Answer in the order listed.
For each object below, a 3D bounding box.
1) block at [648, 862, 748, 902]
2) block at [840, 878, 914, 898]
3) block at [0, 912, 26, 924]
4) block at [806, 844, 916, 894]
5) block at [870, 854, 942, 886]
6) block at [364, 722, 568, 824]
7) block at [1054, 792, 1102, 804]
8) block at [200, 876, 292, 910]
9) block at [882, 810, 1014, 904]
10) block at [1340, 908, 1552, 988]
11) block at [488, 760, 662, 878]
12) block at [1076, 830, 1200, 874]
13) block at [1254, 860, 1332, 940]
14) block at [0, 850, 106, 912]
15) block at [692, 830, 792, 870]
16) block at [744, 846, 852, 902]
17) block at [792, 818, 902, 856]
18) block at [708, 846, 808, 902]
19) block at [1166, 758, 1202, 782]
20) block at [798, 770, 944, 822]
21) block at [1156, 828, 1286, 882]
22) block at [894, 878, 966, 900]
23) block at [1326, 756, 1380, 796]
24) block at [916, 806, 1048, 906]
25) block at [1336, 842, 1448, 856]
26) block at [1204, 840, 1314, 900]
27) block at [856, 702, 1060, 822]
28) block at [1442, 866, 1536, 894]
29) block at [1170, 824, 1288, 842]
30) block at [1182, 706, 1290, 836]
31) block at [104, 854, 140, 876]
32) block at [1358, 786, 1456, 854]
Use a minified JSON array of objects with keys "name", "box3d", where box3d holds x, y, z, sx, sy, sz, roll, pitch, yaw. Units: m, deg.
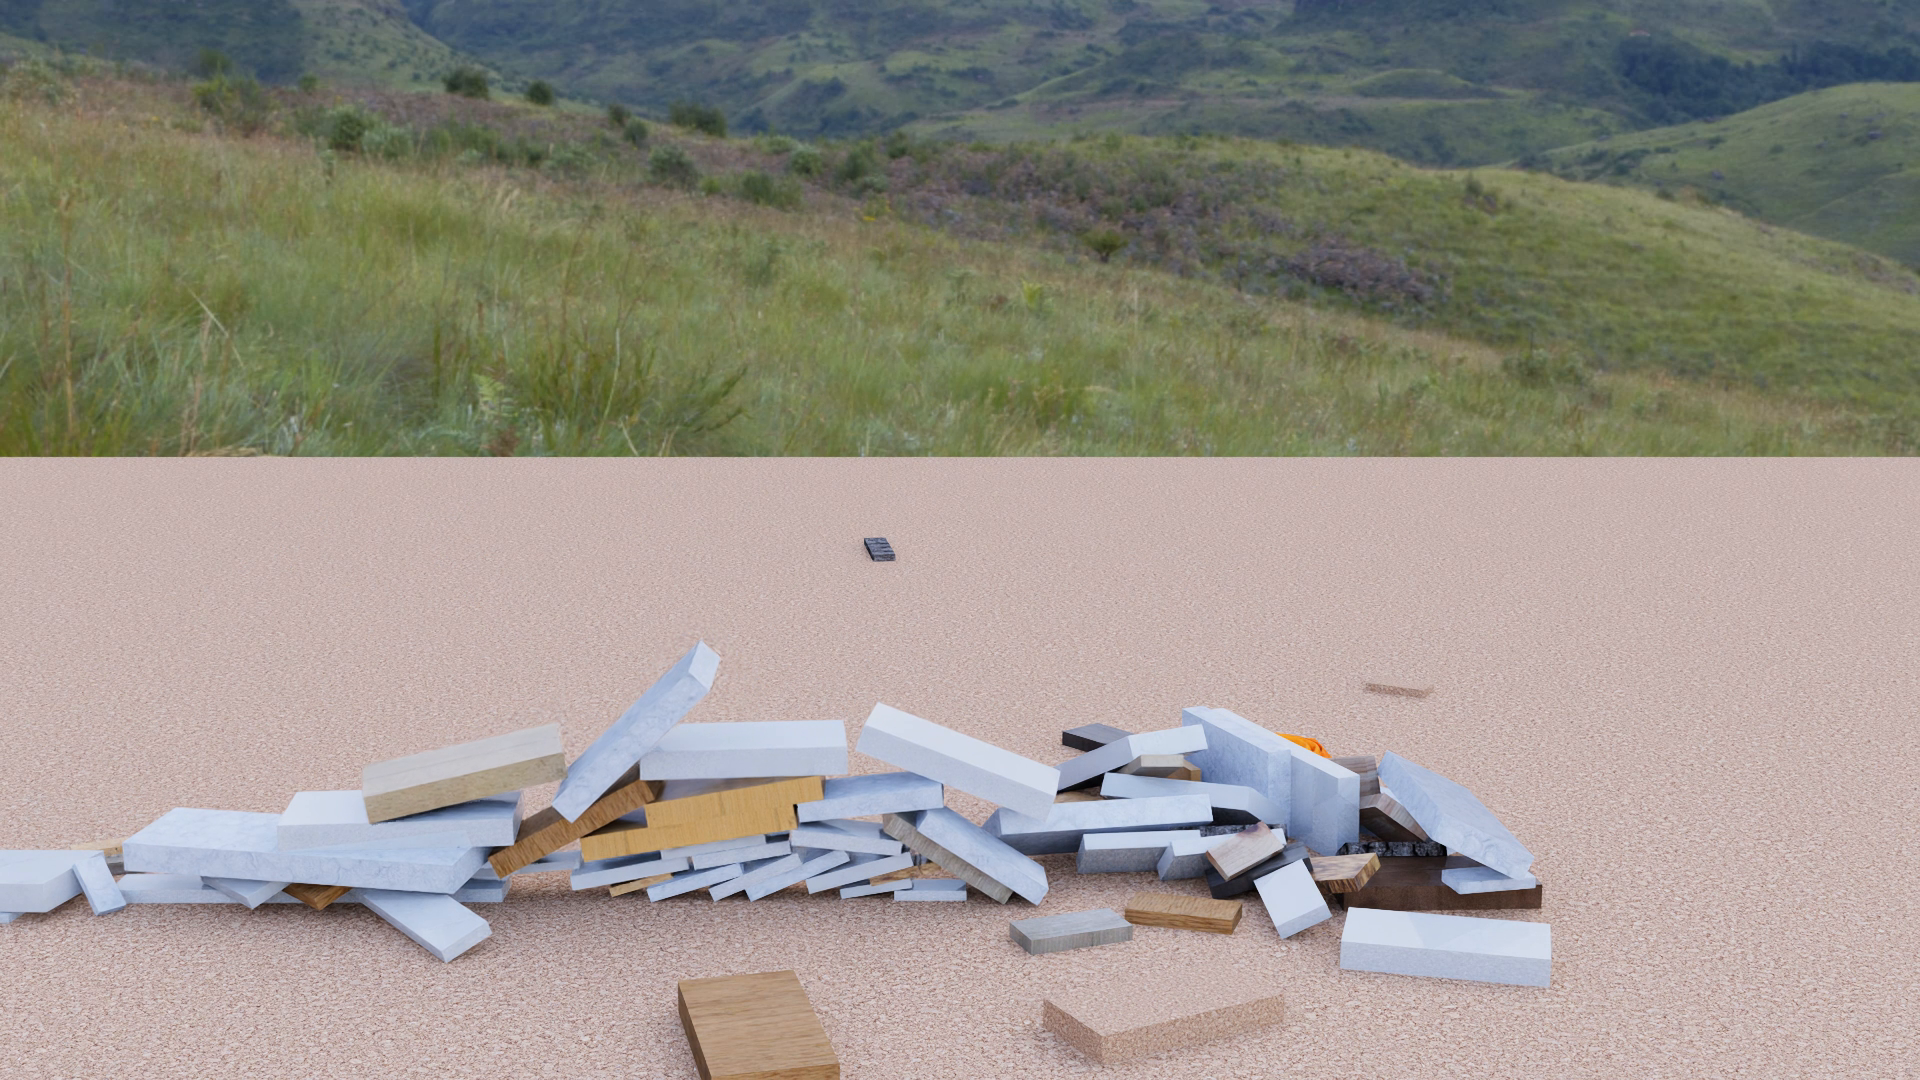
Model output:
[{"name":"block","box3d":[-0.436,0.557,3.659,0.160,0.023,0.080,-17,10,4]},{"name":"block","box3d":[-0.138,0.571,3.665,0.119,0.017,0.059,-10,10,6]},{"name":"block","box3d":[-1.545,0.600,3.580,0.048,0.014,0.096,1,11,7]},{"name":"block","box3d":[-0.164,0.539,3.659,0.179,0.025,0.090,-16,10,5]},{"name":"block","box3d":[-0.092,0.545,3.651,0.119,0.017,0.059,-13,10,0]},{"name":"block","box3d":[-0.814,0.382,3.618,0.320,0.045,0.160,-12,15,-12]},{"name":"block","box3d":[0.238,0.499,4.107,0.136,0.019,0.068,10,14,43]},{"name":"block","box3d":[-1.174,0.552,3.615,0.167,0.024,0.084,12,37,43]},{"name":"block","box3d":[-0.021,0.513,3.652,0.236,0.033,0.118,32,7,-8]},{"name":"block","box3d":[0.746,0.623,3.373,0.308,0.044,0.154,3,11,14]},{"name":"block","box3d":[-0.634,0.456,3.644,0.289,0.041,0.144,-28,10,4]},{"name":"block","box3d":[0.303,0.531,3.744,0.199,0.028,0.099,-1,-32,-6]},{"name":"block","box3d":[0.534,0.576,3.538,0.087,0.025,0.174,-25,16,3]},{"name":"block","box3d":[-1.612,0.562,3.633,0.338,0.048,0.169,-1,10,12]},{"name":"block","box3d":[-0.360,0.511,3.651,0.160,0.023,0.080,-9,10,-1]},{"name":"block","box3d":[-0.268,0.543,3.664,0.179,0.025,0.090,-23,9,5]},{"name":"block","box3d":[-0.187,0.487,3.632,0.179,0.025,0.090,7,9,-4]},{"name":"block","box3d":[-0.335,0.547,3.656,0.160,0.023,0.080,-23,9,6]},{"name":"block","box3d":[0.417,0.455,4.193,0.021,0.075,0.149,-4,11,-19]},{"name":"block","box3d":[-0.146,0.422,3.641,0.236,0.033,0.118,-6,10,1]},{"name":"block","box3d":[0.442,0.533,3.721,0.199,0.028,0.099,-4,-32,-14]},{"name":"block","box3d":[-0.049,0.583,3.663,0.119,0.017,0.059,0,11,0]},{"name":"block","box3d":[0.673,0.450,4.009,0.029,0.102,0.203,-8,-2,-43]},{"name":"block","box3d":[0.036,0.512,3.637,0.236,0.033,0.118,33,7,-7]},{"name":"block","box3d":[0.738,0.539,3.767,0.172,0.024,0.086,0,-20,-2]},{"name":"block","box3d":[0.497,0.551,3.668,0.172,0.024,0.086,-18,10,4]},{"name":"block","box3d":[0.000,0.370,3.683,0.334,0.047,0.167,20,10,2]},{"name":"block","box3d":[0.862,0.553,3.588,0.133,0.019,0.067,-2,11,-13]},{"name":"block","box3d":[0.463,0.521,3.814,0.199,0.028,0.099,-2,-21,1]},{"name":"block","box3d":[0.510,0.429,4.088,0.046,0.163,0.327,-6,12,-22]},{"name":"block","box3d":[-1.474,0.556,3.788,0.159,0.023,0.080,-4,11,-18]},{"name":"block","box3d":[0.804,0.506,4.009,0.148,0.042,0.295,-10,14,-42]}]
